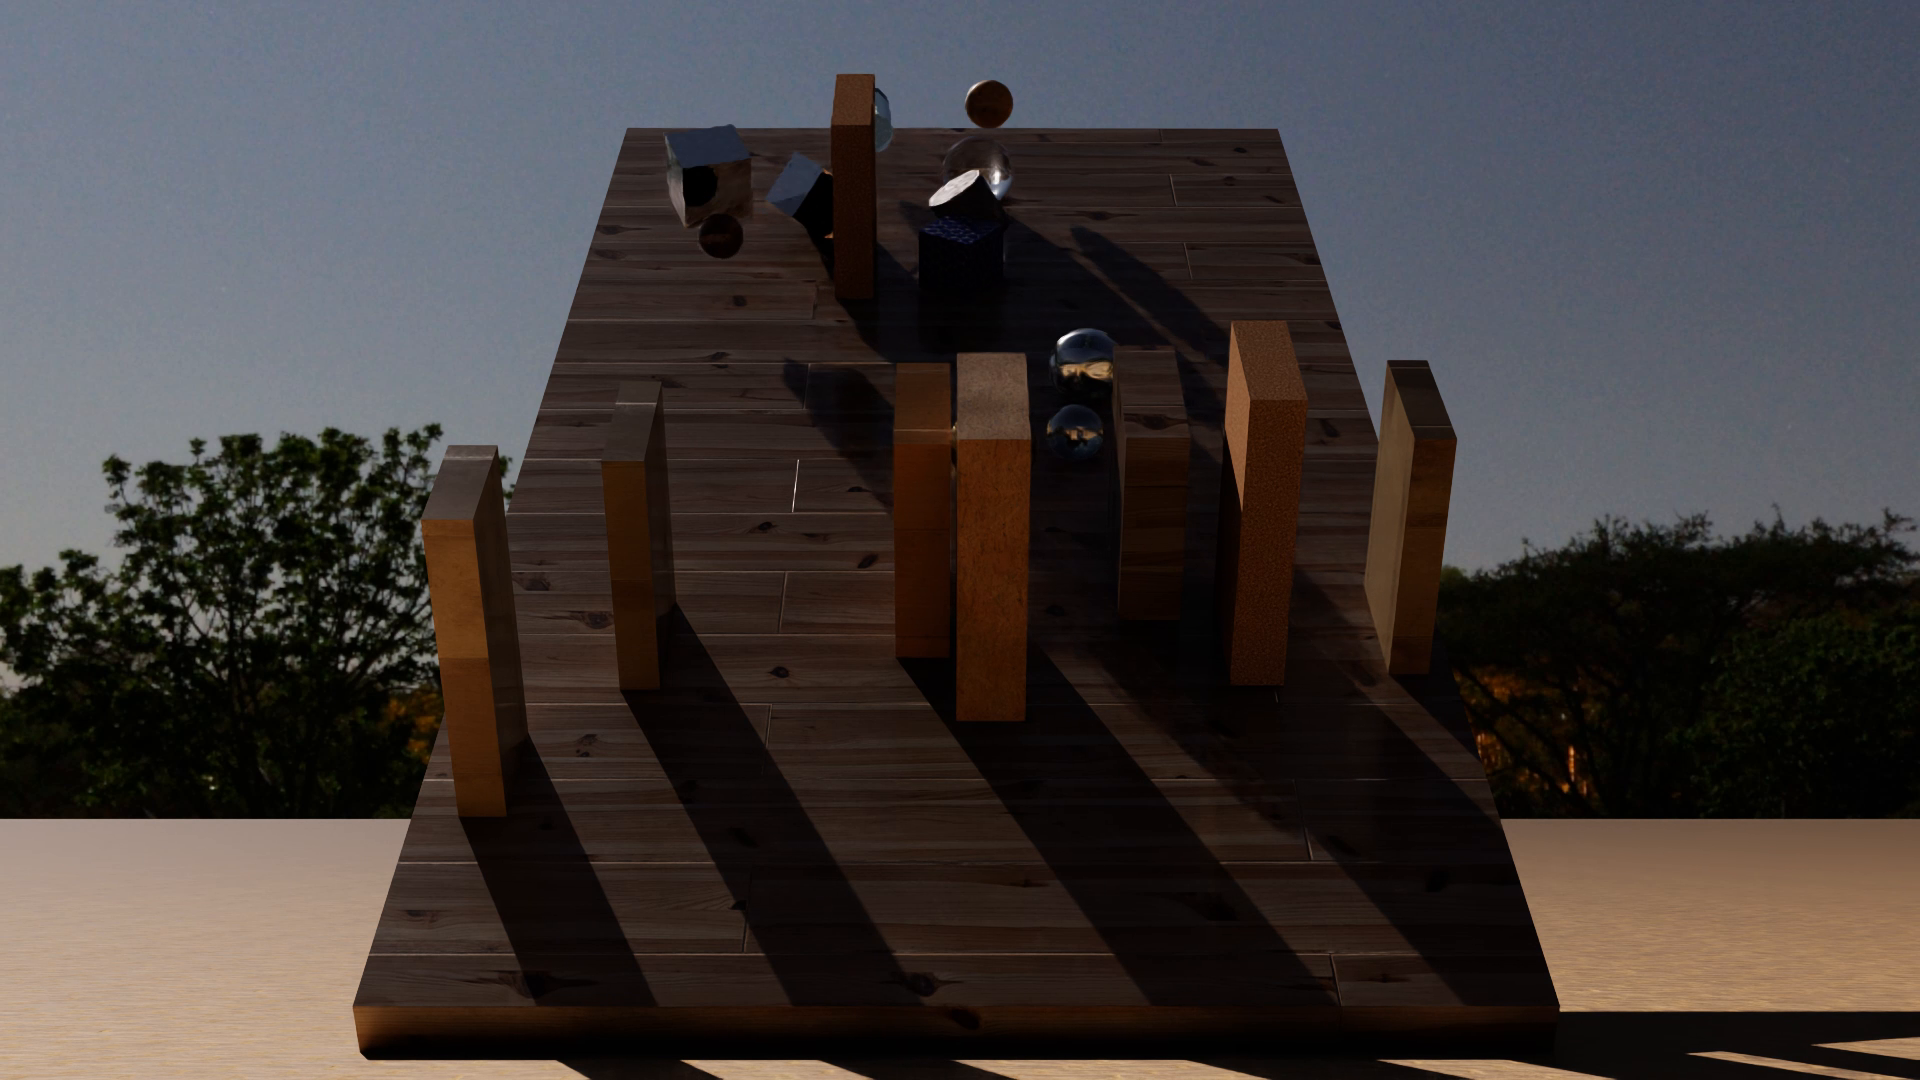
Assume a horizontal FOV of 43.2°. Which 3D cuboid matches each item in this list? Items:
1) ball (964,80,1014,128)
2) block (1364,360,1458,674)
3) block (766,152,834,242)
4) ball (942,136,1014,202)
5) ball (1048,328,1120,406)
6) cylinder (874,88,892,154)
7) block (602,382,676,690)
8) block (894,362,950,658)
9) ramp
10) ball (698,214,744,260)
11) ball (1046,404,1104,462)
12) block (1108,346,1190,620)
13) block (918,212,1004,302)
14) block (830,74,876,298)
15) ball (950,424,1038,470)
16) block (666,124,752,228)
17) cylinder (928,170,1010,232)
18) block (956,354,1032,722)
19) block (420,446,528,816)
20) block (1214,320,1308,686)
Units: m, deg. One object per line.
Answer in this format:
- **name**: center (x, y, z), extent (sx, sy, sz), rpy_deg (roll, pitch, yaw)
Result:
- **ball**: center (0.086, -1.295, 7.202), extent (0.143, 0.143, 0.143), rpy_deg (0, -6, 0)
- **block**: center (0.901, -0.046, 4.878), extent (0.080, 0.536, 0.335), rpy_deg (0, 31, 0)
- **block**: center (-0.404, -0.948, 6.700), extent (0.158, 0.158, 0.158), rpy_deg (29, 7, -43)
- **ball**: center (0.051, -1.044, 6.882), extent (0.205, 0.205, 0.205), rpy_deg (0, -6, 0)
- **ball**: center (0.305, -0.417, 5.842), extent (0.187, 0.187, 0.187), rpy_deg (0, -6, 0)
- **cylinder**: center (-0.276, -1.239, 7.163), extent (0.146, 0.146, 0.146), rpy_deg (-4, -47, -4)
- **block**: center (-0.635, -0.009, 4.822), extent (0.080, 0.518, 0.329), rpy_deg (0, 31, 0)
- **block**: center (-0.075, -0.062, 4.942), extent (0.110, 0.491, 0.351), rpy_deg (0, 31, 0)
- **ramp**: center (-0.014, -0.204, 5.762), extent (2.000, 0.100, 4.000), rpy_deg (0, 31, 0)
- **ball**: center (-0.632, -0.804, 6.418), extent (0.120, 0.120, 0.120), rpy_deg (0, -6, 0)
- **ball**: center (0.266, -0.249, 5.609), extent (0.135, 0.135, 0.135), rpy_deg (0, -6, 0)
- **block**: center (0.393, -0.125, 5.111), extent (0.128, 0.430, 0.417), rpy_deg (0, 31, 0)
- **block**: center (0.002, -0.753, 6.432), extent (0.162, 0.162, 0.162), rpy_deg (19, 36, 29)
- **block**: center (-0.278, -0.939, 6.429), extent (0.100, 0.483, 0.377), rpy_deg (0, 31, 0)
- **ball**: center (0.075, -0.212, 5.481), extent (0.200, 0.200, 0.200), rpy_deg (0, -6, 0)
- **block**: center (-0.679, -0.984, 6.566), extent (0.187, 0.187, 0.187), rpy_deg (-11, 41, -16)
- **cylinder**: center (0.026, -0.889, 6.581), extent (0.163, 0.163, 0.163), rpy_deg (-29, 23, 13)
- **block**: center (0.060, -0.005, 4.717), extent (0.134, 0.623, 0.353), rpy_deg (0, 31, 0)
- **block**: center (-0.876, 0.169, 4.409), extent (0.089, 0.631, 0.266), rpy_deg (0, 31, 0)
- **block**: center (0.591, -0.073, 4.819), extent (0.107, 0.639, 0.342), rpy_deg (0, 31, 0)
